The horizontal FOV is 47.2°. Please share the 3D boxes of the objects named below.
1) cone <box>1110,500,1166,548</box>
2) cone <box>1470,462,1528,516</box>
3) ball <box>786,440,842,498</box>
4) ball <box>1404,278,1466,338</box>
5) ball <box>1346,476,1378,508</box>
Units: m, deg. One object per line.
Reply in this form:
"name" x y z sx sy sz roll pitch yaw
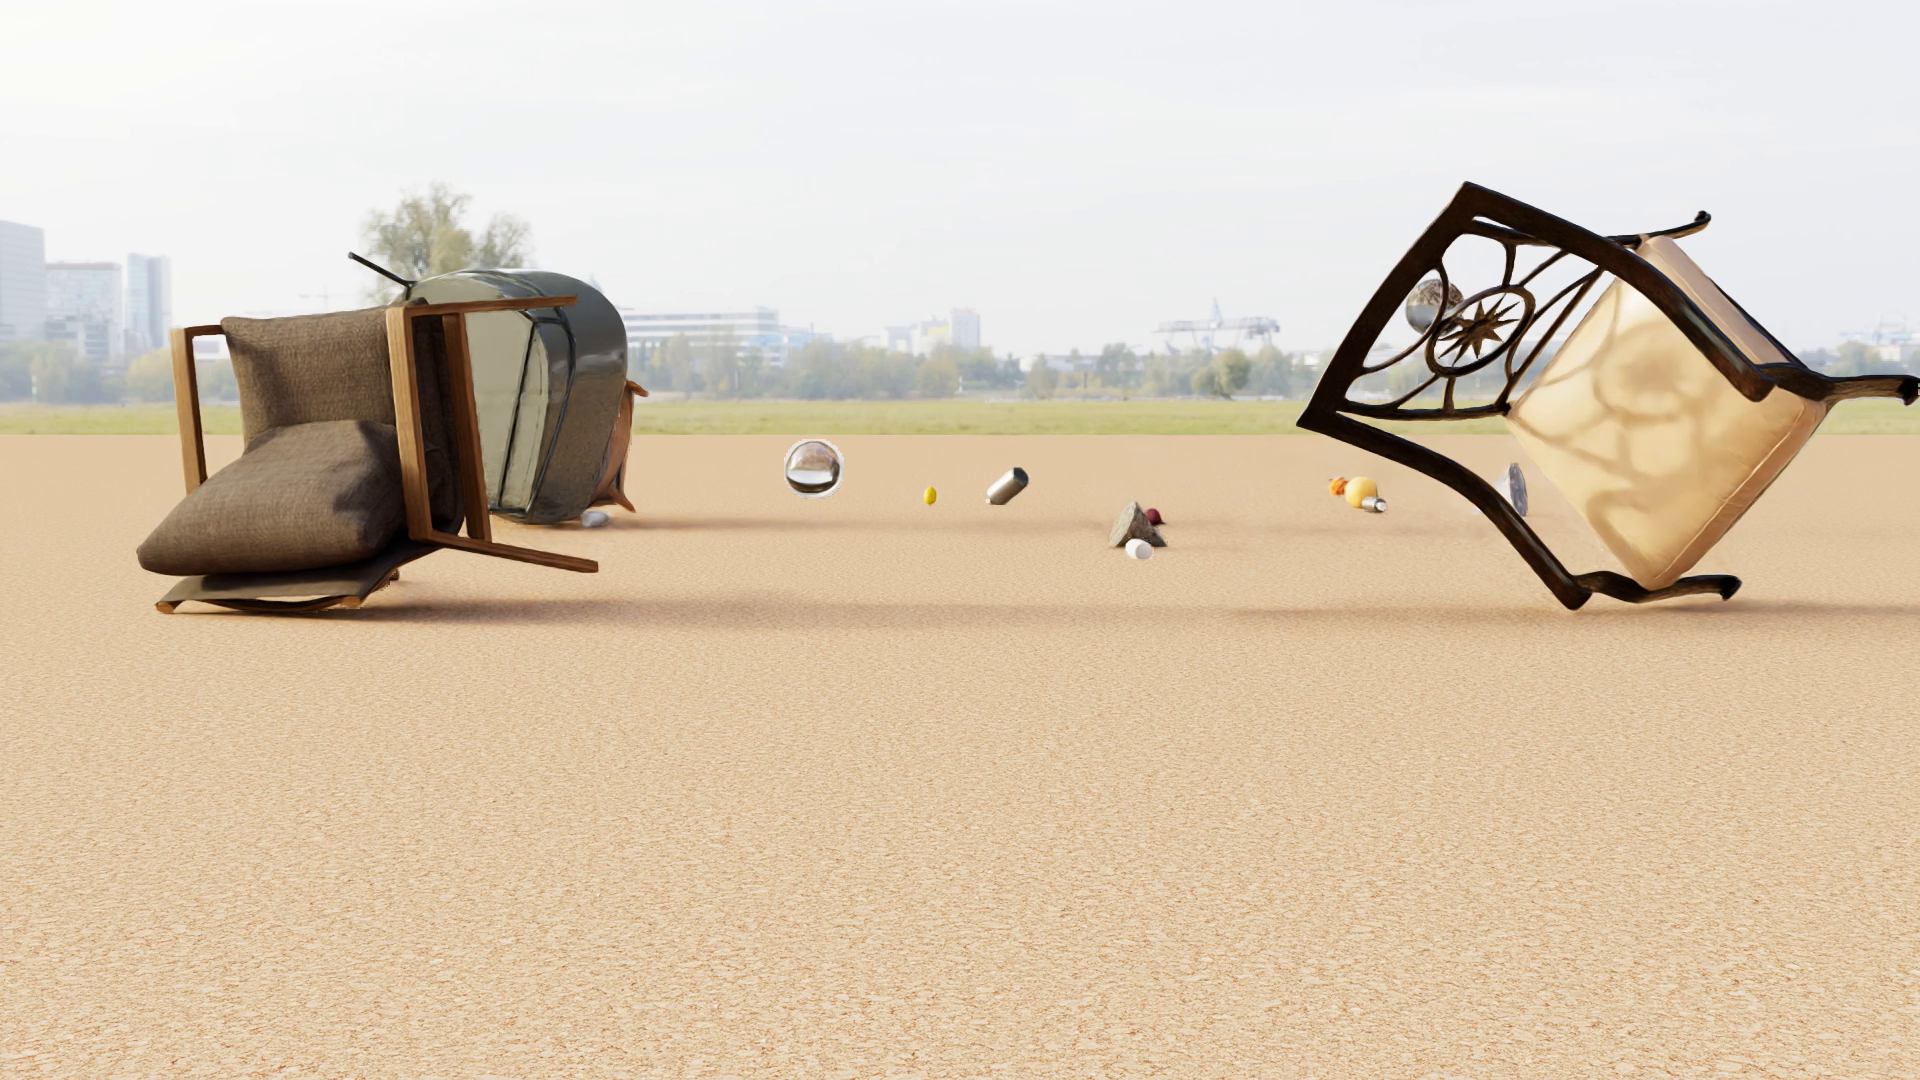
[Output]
"cone" 0.527 -0.013 6.251 0.151 0.147 0.159 26 25 -11
"cone" 1.906 -0.137 7.861 0.203 0.124 0.307 -30 24 31
"ball" -0.414 -0.202 6.243 0.163 0.163 0.163 0 4 0
"ball" 1.527 -0.746 7.070 0.193 0.193 0.193 0 4 0
"ball" 1.508 -0.179 8.257 0.122 0.122 0.122 0 4 0
